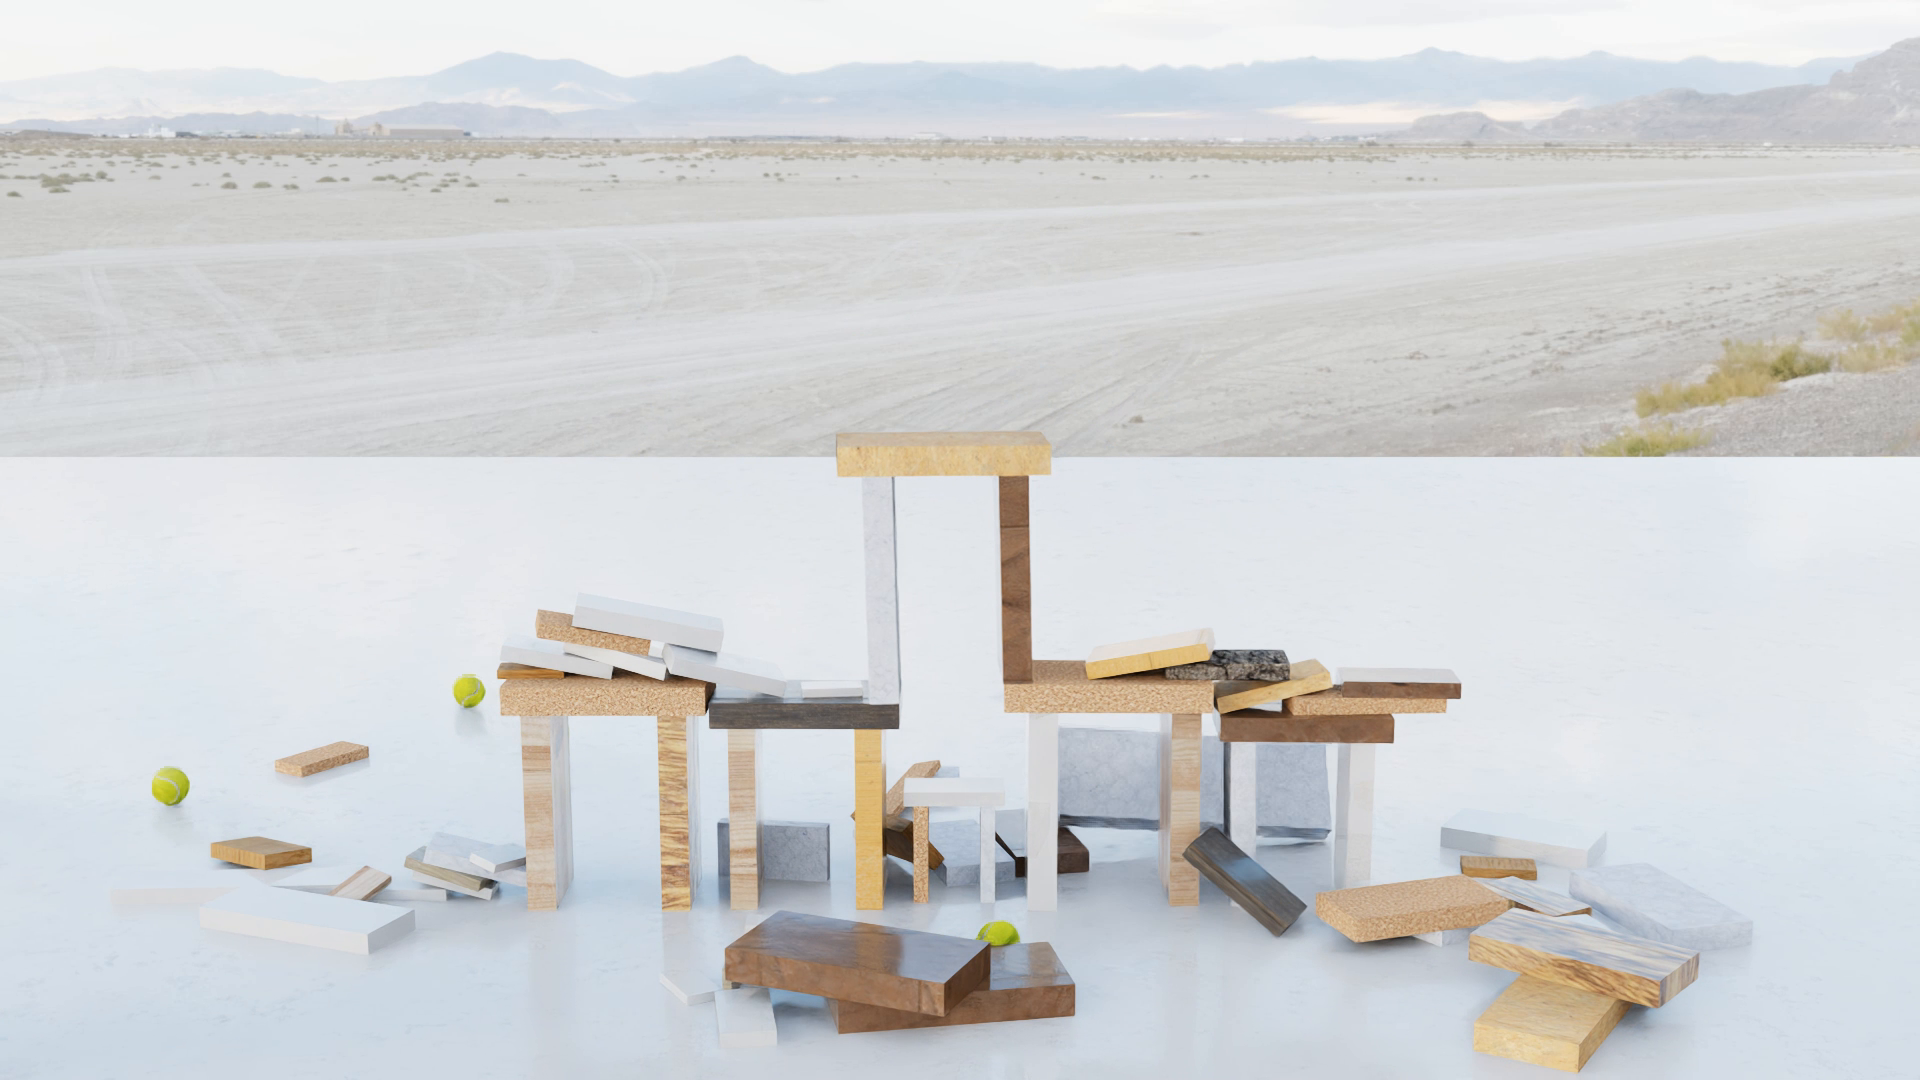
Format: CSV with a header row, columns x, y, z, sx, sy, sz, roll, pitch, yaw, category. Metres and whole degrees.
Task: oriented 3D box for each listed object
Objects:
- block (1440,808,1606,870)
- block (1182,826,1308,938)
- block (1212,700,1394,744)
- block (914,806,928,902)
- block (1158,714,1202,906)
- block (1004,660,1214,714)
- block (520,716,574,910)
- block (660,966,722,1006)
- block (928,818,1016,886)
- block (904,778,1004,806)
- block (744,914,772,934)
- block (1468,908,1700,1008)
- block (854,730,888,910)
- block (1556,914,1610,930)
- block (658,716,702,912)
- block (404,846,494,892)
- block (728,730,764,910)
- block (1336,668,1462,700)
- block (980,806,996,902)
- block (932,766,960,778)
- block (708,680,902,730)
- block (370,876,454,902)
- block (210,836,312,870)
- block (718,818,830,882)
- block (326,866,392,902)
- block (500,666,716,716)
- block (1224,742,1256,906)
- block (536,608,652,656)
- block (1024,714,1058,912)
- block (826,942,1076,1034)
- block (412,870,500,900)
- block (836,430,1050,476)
x,y,z,sx,sy,sz,roll,pitch,yaw,category
0.999,0.529,3.898,0.259,0.037,0.130,6,12,30,block
0.457,0.547,3.531,0.199,0.028,0.099,40,25,16,block
0.562,0.295,3.614,0.280,0.040,0.140,0,11,1,block
-0.064,0.509,3.650,0.023,0.166,0.083,0,11,0,block
0.365,0.422,3.661,0.047,0.334,0.167,0,11,-1,block
0.239,0.239,3.600,0.334,0.047,0.167,0,11,1,block
-0.682,0.429,3.638,0.047,0.328,0.164,0,11,0,block
-0.399,0.659,3.254,0.054,0.015,0.109,-6,12,-29,block
0.001,0.543,3.829,0.121,0.034,0.241,-3,11,-16,block
-0.009,0.416,3.633,0.166,0.023,0.083,0,11,0,block
-0.292,0.613,3.509,0.098,0.014,0.049,0,11,1,block
0.913,0.610,3.224,0.291,0.041,0.145,9,14,39,block
-0.147,0.440,3.639,0.043,0.306,0.153,0,11,1,block
0.925,0.620,3.443,0.174,0.025,0.087,-3,11,-14,block
-0.463,0.429,3.638,0.047,0.328,0.164,0,11,0,block
-0.846,0.545,3.650,0.134,0.019,0.067,17,11,8,block
-0.353,0.440,3.638,0.043,0.306,0.153,0,11,-1,block
0.719,0.235,3.611,0.190,0.027,0.095,1,11,2,block
0.046,0.509,3.651,0.023,0.166,0.083,0,11,0,block
-0.042,0.470,4.252,0.079,0.022,0.157,0,11,1,block
-0.250,0.269,3.604,0.306,0.043,0.153,0,11,0,block
-0.915,0.581,3.666,0.134,0.019,0.067,0,11,1,block
-1.207,0.540,3.798,0.178,0.025,0.089,2,3,42,block
-0.317,0.527,3.746,0.190,0.095,0.027,2,11,9,block
-0.990,0.576,3.613,0.054,0.015,0.107,17,29,21,block
-0.573,0.244,3.604,0.329,0.047,0.164,0,11,0,block
0.463,0.451,3.649,0.040,0.280,0.140,-1,10,2,block
-0.599,0.150,3.586,0.181,0.026,0.090,10,10,-15,block
0.134,0.426,3.638,0.047,0.334,0.167,0,11,0,block
-0.019,0.651,3.208,0.343,0.049,0.171,-2,11,-11,block
-0.839,0.563,3.667,0.134,0.019,0.067,15,11,-1,block
-0.030,-0.139,3.533,0.336,0.048,0.168,-1,11,-4,block
